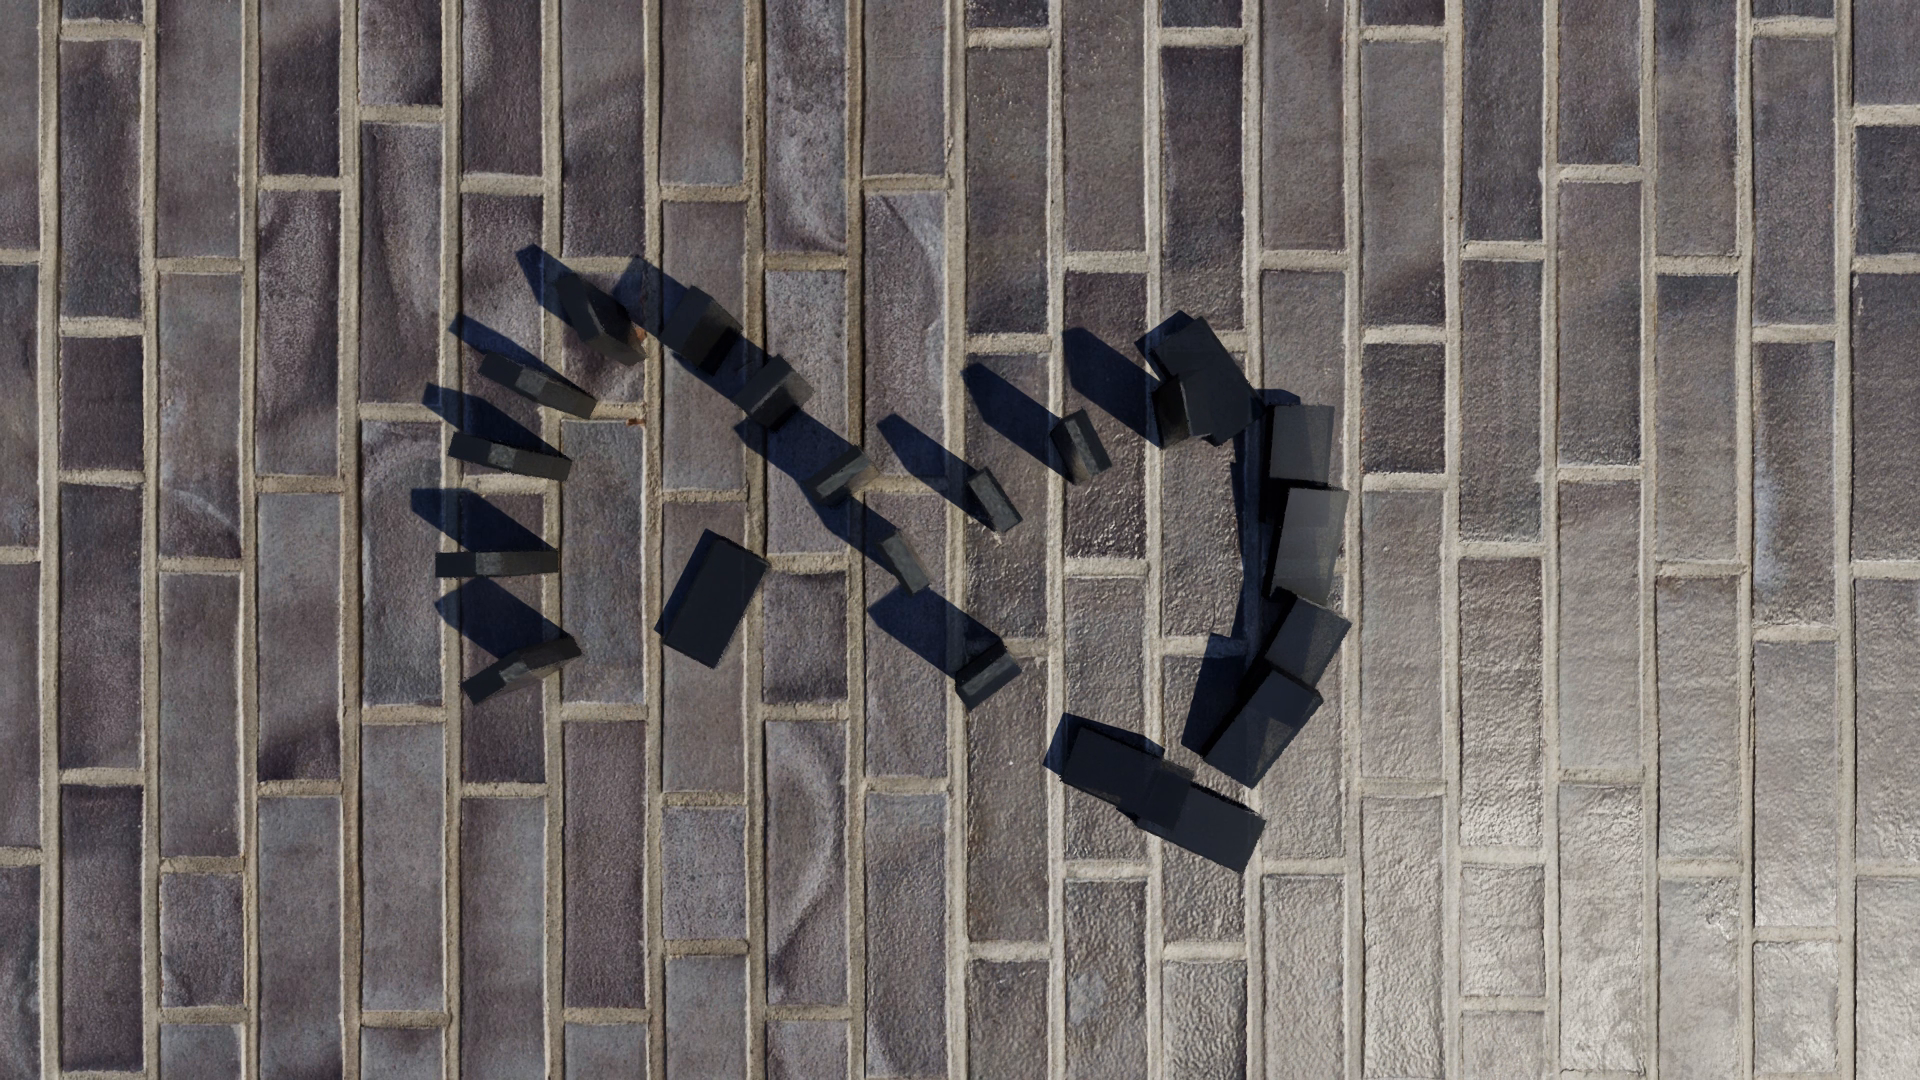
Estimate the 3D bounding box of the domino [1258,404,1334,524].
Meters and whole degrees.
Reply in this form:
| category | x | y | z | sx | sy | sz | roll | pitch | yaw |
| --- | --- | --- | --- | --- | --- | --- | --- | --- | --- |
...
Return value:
| category | x | y | z | sx | sy | sz | roll | pitch | yaw |
| --- | --- | --- | --- | --- | --- | --- | --- | --- | --- |
| domino | 0.143 | -0.032 | 0.390 | 0.025 | 0.009 | 0.050 | 0 | 102 | 0 |

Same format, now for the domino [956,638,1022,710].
| category | x | y | z | sx | sy | sz | roll | pitch | yaw |
| --- | --- | --- | --- | --- | --- | --- | --- | --- | --- |
| domino | 0.011 | 0.054 | 0.375 | 0.025 | 0.050 | 0.009 | -37 | 90 | 0 |

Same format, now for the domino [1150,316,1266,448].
| category | x | y | z | sx | sy | sz | roll | pitch | yaw |
| --- | --- | --- | --- | --- | --- | --- | --- | --- | --- |
| domino | 0.107 | -0.068 | 0.395 | 0.025 | 0.009 | 0.050 | -35 | 90 | 0 |

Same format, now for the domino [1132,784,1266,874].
| category | x | y | z | sx | sy | sz | roll | pitch | yaw |
| --- | --- | --- | --- | --- | --- | --- | --- | --- | --- |
| domino | 0.103 | 0.121 | 0.395 | 0.050 | 0.009 | 0.025 | 24 | 90 | 0 |

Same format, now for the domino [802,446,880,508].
| category | x | y | z | sx | sy | sz | roll | pitch | yaw |
| --- | --- | --- | --- | --- | --- | --- | --- | --- | --- |
| domino | -0.047 | -0.025 | 0.375 | 0.025 | 0.050 | 0.010 | -36 | 90 | 0 |

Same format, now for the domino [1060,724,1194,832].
| category | x | y | z | sx | sy | sz | roll | pitch | yaw |
| --- | --- | --- | --- | --- | --- | --- | --- | --- | --- |
| domino | 0.071 | 0.100 | 0.389 | 0.050 | 0.010 | 0.025 | 21 | 89 | 15 |

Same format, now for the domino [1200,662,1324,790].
| category | x | y | z | sx | sy | sz | roll | pitch | yaw |
| --- | --- | --- | --- | --- | --- | --- | --- | --- | --- |
| domino | 0.127 | 0.079 | 0.388 | 0.025 | 0.010 | 0.050 | 31 | 107 | -2 |

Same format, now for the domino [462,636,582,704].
| category | x | y | z | sx | sy | sz | roll | pitch | yaw |
| --- | --- | --- | --- | --- | --- | --- | --- | --- | --- |
| domino | -0.178 | 0.052 | 0.375 | 0.025 | 0.050 | 0.009 | -32 | 90 | 0 |

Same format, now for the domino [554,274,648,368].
| category | x | y | z | sx | sy | sz | roll | pitch | yaw |
| --- | --- | --- | --- | --- | --- | --- | --- | --- | --- |
| domino | -0.146 | -0.089 | 0.375 | 0.010 | 0.050 | 0.025 | -25 | 90 | 0 |

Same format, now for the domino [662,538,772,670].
| category | x | y | z | sx | sy | sz | roll | pitch | yaw |
| --- | --- | --- | --- | --- | --- | --- | --- | --- | --- |
| domino | -0.105 | 0.027 | 0.395 | 0.025 | 0.010 | 0.050 | 27 | 90 | 0 |

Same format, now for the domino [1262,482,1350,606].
| category | x | y | z | sx | sy | sz | roll | pitch | yaw |
| --- | --- | --- | --- | --- | --- | --- | --- | --- | --- |
| domino | 0.146 | 0.002 | 0.388 | 0.025 | 0.009 | 0.050 | 5 | 106 | -1 |

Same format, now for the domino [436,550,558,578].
| category | x | y | z | sx | sy | sz | roll | pitch | yaw |
| --- | --- | --- | --- | --- | --- | --- | --- | --- | --- |
| domino | -0.188 | 0.010 | 0.375 | 0.025 | 0.050 | 0.009 | 0 | 90 | 0 |

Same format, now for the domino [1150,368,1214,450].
| category | x | y | z | sx | sy | sz | roll | pitch | yaw |
| --- | --- | --- | --- | --- | --- | --- | --- | --- | --- |
| domino | 0.090 | -0.052 | 0.375 | 0.009 | 0.050 | 0.025 | -11 | 90 | 0 |

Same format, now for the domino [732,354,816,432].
| category | x | y | z | sx | sy | sz | roll | pitch | yaw |
| --- | --- | --- | --- | --- | --- | --- | --- | --- | --- |
| domino | -0.075 | -0.059 | 0.375 | 0.025 | 0.050 | 0.009 | -45 | 90 | 0 |

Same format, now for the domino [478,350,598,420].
| category | x | y | z | sx | sy | sz | roll | pitch | yaw |
| --- | --- | --- | --- | --- | --- | --- | --- | --- | --- |
| domino | -0.171 | -0.063 | 0.375 | 0.025 | 0.050 | 0.009 | 28 | 90 | 0 |

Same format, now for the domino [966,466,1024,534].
| category | x | y | z | sx | sy | sz | roll | pitch | yaw |
| --- | --- | --- | --- | --- | --- | --- | --- | --- | --- |
| domino | 0.013 | -0.015 | 0.375 | 0.009 | 0.050 | 0.025 | -34 | 90 | 0 |

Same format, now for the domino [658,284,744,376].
| category | x | y | z | sx | sy | sz | roll | pitch | yaw |
| --- | --- | --- | --- | --- | --- | --- | --- | --- | --- |
| domino | -0.105 | -0.085 | 0.375 | 0.010 | 0.050 | 0.025 | 32 | 90 | 0 |

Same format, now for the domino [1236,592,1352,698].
| category | x | y | z | sx | sy | sz | roll | pitch | yaw |
| --- | --- | --- | --- | --- | --- | --- | --- | --- | --- |
| domino | 0.142 | 0.050 | 0.390 | 0.025 | 0.010 | 0.050 | 25 | 103 | 0 |

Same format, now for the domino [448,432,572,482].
| category | x | y | z | sx | sy | sz | roll | pitch | yaw |
| --- | --- | --- | --- | --- | --- | --- | --- | --- | --- |
| domino | -0.183 | -0.033 | 0.375 | 0.025 | 0.050 | 0.009 | 16 | 90 | 0 |

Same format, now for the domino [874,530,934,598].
| category | x | y | z | sx | sy | sz | roll | pitch | yaw |
| --- | --- | --- | --- | --- | --- | --- | --- | --- | --- |
| domino | -0.022 | 0.009 | 0.375 | 0.010 | 0.050 | 0.025 | -33 | 90 | 0 |

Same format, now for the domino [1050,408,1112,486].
| category | x | y | z | sx | sy | sz | roll | pitch | yaw |
| --- | --- | --- | --- | --- | --- | --- | --- | --- | --- |
| domino | 0.049 | -0.037 | 0.375 | 0.009 | 0.050 | 0.025 | -27 | 90 | 0 |
